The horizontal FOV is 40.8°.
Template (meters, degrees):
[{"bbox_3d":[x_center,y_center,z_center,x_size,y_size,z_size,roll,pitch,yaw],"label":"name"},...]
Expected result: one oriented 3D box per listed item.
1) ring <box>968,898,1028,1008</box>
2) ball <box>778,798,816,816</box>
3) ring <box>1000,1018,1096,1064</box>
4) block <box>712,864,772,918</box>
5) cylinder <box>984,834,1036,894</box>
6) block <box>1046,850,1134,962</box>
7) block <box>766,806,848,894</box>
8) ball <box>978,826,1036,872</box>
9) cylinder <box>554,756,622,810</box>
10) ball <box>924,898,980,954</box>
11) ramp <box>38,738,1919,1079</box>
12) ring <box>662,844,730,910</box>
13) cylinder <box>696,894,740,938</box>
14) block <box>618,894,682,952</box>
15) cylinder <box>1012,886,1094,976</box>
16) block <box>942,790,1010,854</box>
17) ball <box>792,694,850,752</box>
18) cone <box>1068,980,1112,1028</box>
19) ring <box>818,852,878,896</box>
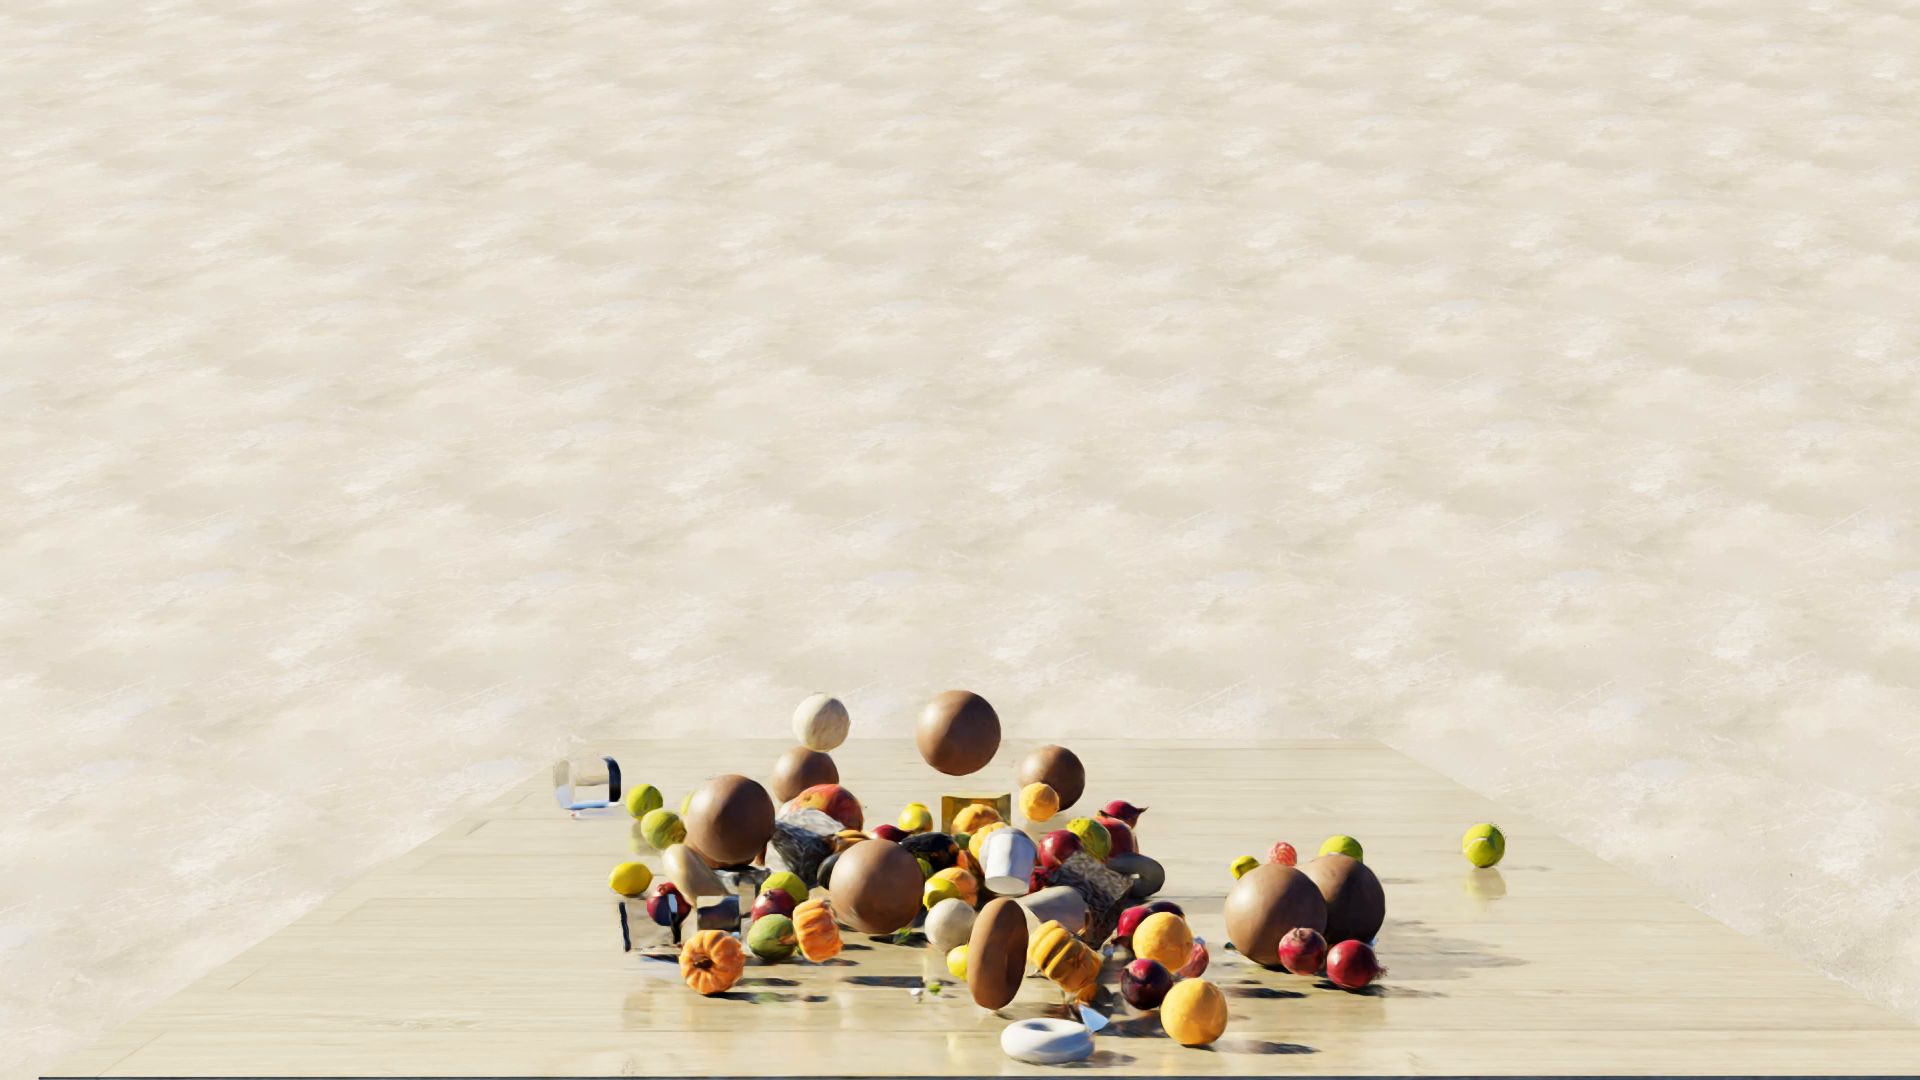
[{"bbox_3d":[0.044,0.473,2.958,0.043,0.128,0.128,8,29,19],"label":"ring"},{"bbox_3d":[-0.281,0.489,4.516,0.076,0.076,0.076,0,29,0],"label":"ball"},{"bbox_3d":[0.093,0.526,2.713,0.100,0.033,0.100,1,1,0],"label":"ring"},{"bbox_3d":[-0.315,0.502,3.692,0.065,0.065,0.065,0,1,41],"label":"block"},{"bbox_3d":[0.064,0.413,3.287,0.059,0.059,0.059,7,63,12],"label":"cylinder"},{"bbox_3d":[0.155,0.468,3.308,0.086,0.086,0.086,28,31,17],"label":"block"},{"bbox_3d":[-0.228,0.457,3.823,0.083,0.083,0.083,-15,30,-40],"label":"block"},{"bbox_3d":[0.067,0.447,3.655,0.081,0.081,0.081,0,29,0],"label":"ball"},{"bbox_3d":[-0.720,0.471,5.002,0.098,0.098,0.098,-2,26,-32],"label":"cylinder"},{"bbox_3d":[-0.010,0.501,3.353,0.072,0.072,0.072,0,29,0],"label":"ball"},{"bbox_3d":[0.064,0.576,4.620,2.000,0.100,4.000,0,0,0],"label":"ramp"},{"bbox_3d":[-0.361,0.478,3.583,0.045,0.135,0.135,-40,37,-4],"label":"ring"},{"bbox_3d":[-0.325,0.507,3.485,0.057,0.057,0.057,-1,29,-4],"label":"cylinder"},{"bbox_3d":[-0.399,0.493,3.331,0.063,0.063,0.063,-9,-6,3],"label":"block"},{"bbox_3d":[0.101,0.486,3.220,0.093,0.093,0.093,24,22,36],"label":"cylinder"},{"bbox_3d":[0.028,0.480,4.394,0.096,0.096,0.096,0,1,15],"label":"block"},{"bbox_3d":[-0.223,0.295,4.166,0.093,0.093,0.093,0,29,0],"label":"ball"},{"bbox_3d":[0.133,0.514,2.865,0.053,0.053,0.053,-15,-2,-25],"label":"cone"},{"bbox_3d":[-0.157,0.469,3.624,0.086,0.086,0.029,1,48,2],"label":"ring"}]
